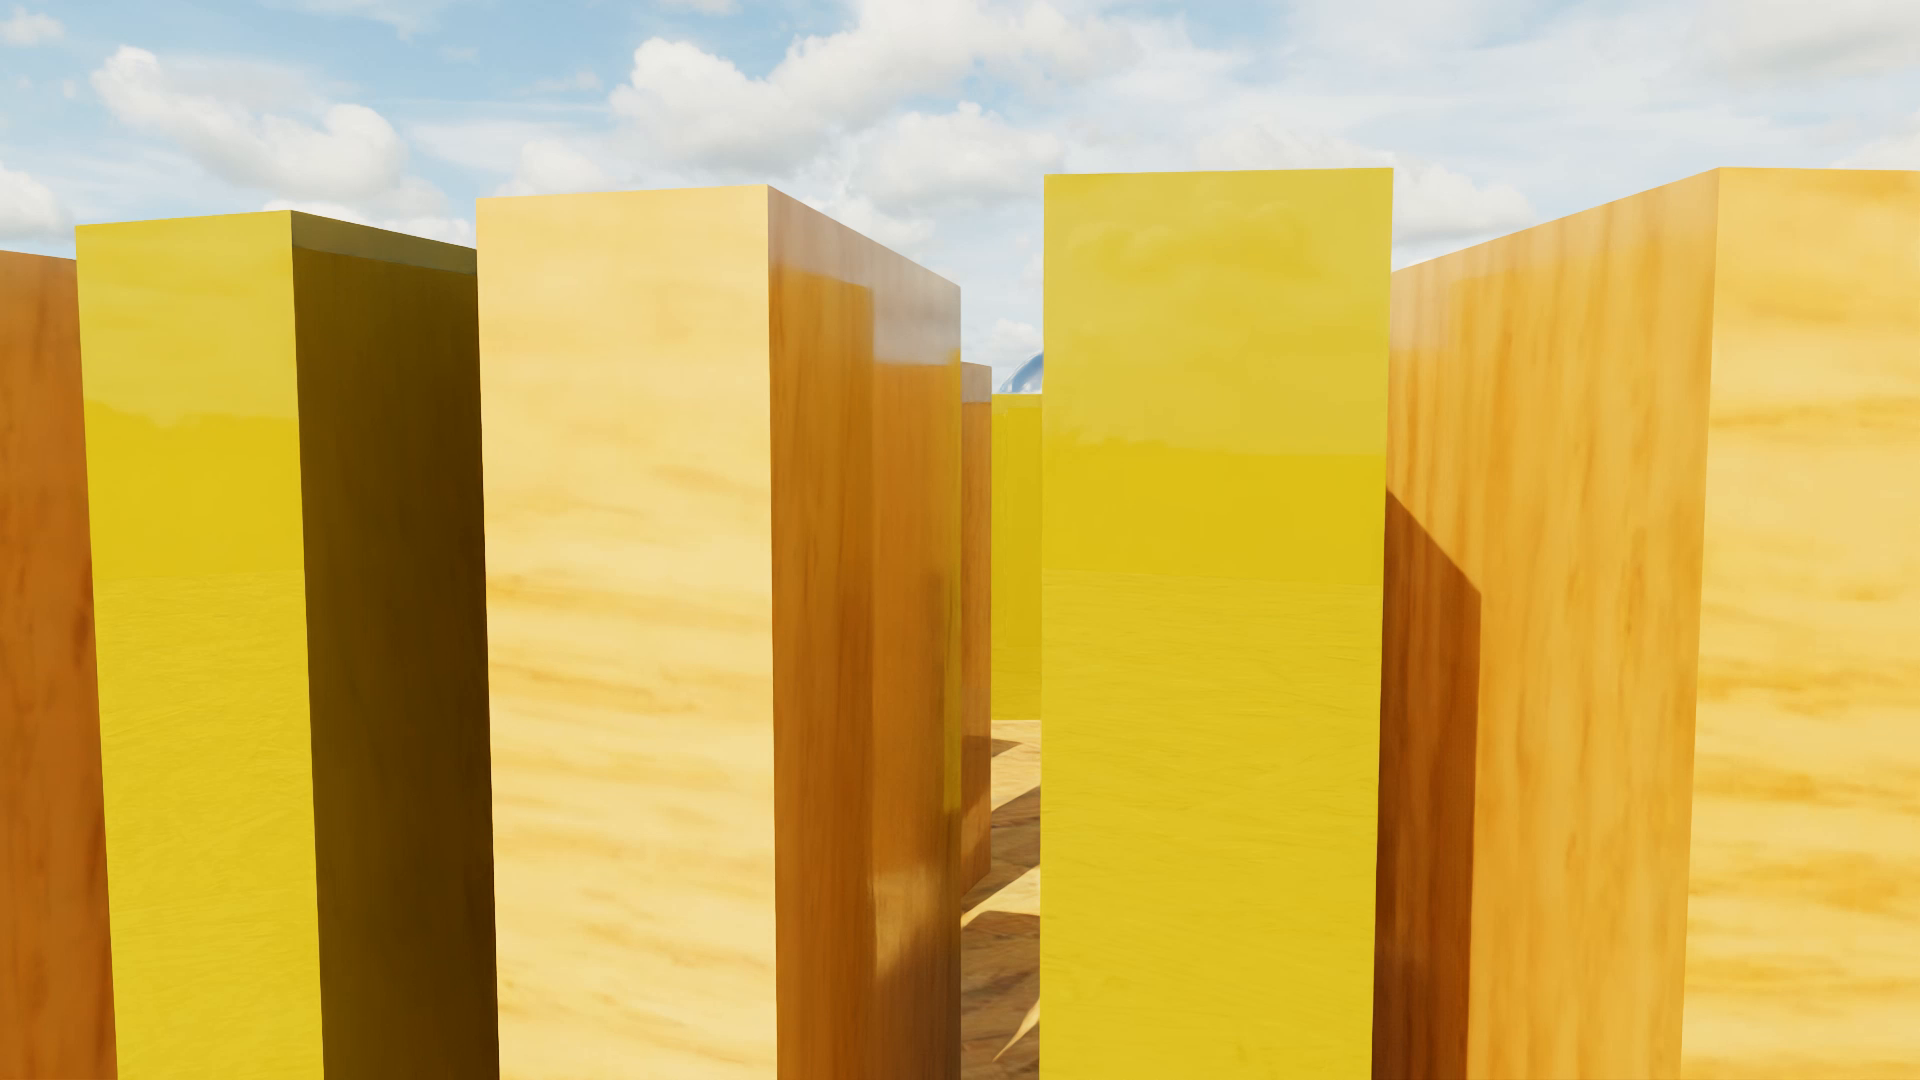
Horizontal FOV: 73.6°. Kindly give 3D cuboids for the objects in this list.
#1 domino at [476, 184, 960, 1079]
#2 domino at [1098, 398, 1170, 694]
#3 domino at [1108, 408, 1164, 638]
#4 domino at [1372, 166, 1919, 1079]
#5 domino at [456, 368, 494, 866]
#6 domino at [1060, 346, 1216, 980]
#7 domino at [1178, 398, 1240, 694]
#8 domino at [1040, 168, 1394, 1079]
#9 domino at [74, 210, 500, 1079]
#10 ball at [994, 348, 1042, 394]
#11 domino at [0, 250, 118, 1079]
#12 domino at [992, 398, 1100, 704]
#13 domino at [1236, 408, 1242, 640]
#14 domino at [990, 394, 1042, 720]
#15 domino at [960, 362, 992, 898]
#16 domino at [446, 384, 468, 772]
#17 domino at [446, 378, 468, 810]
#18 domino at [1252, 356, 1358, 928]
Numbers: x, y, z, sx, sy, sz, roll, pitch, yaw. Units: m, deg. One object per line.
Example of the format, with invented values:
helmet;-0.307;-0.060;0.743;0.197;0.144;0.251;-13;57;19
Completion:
domino;-0.007;0.014;0.052;0.009;0.050;0.025;1;4;13
domino;0.029;0.000;0.229;0.009;0.050;0.025;-1;4;-7
domino;0.040;-0.004;0.292;0.009;0.050;0.025;0;4;2
domino;0.024;0.014;0.050;0.010;0.050;0.025;0;4;-5
domino;-0.039;0.007;0.137;0.009;0.050;0.025;4;6;43
domino;0.015;0.009;0.112;0.009;0.050;0.025;0;4;0
domino;0.044;0.000;0.229;0.009;0.050;0.025;1;4;9
domino;0.008;0.014;0.050;0.009;0.050;0.025;0;4;5
domino;-0.022;0.013;0.056;0.009;0.050;0.025;1;5;18
ball;0.047;-0.031;0.449;0.080;0.080;0.080;0;4;0
domino;-0.038;0.013;0.062;0.009;0.050;0.025;2;5;24
domino;0.011;0.001;0.221;0.009;0.050;0.025;-4;6;-42
domino;0.058;-0.004;0.290;0.010;0.050;0.025;1;4;10
domino;0.000;0.002;0.201;0.025;0.050;0.009;0;4;0
domino;-0.006;0.009;0.116;0.009;0.050;0.025;2;5;21
domino;-0.059;0.005;0.171;0.025;0.050;0.010;-1;4;-15
domino;-0.053;0.006;0.155;0.025;0.050;0.009;-2;5;-27
domino;0.037;0.009;0.116;0.010;0.050;0.025;-1;4;-16
